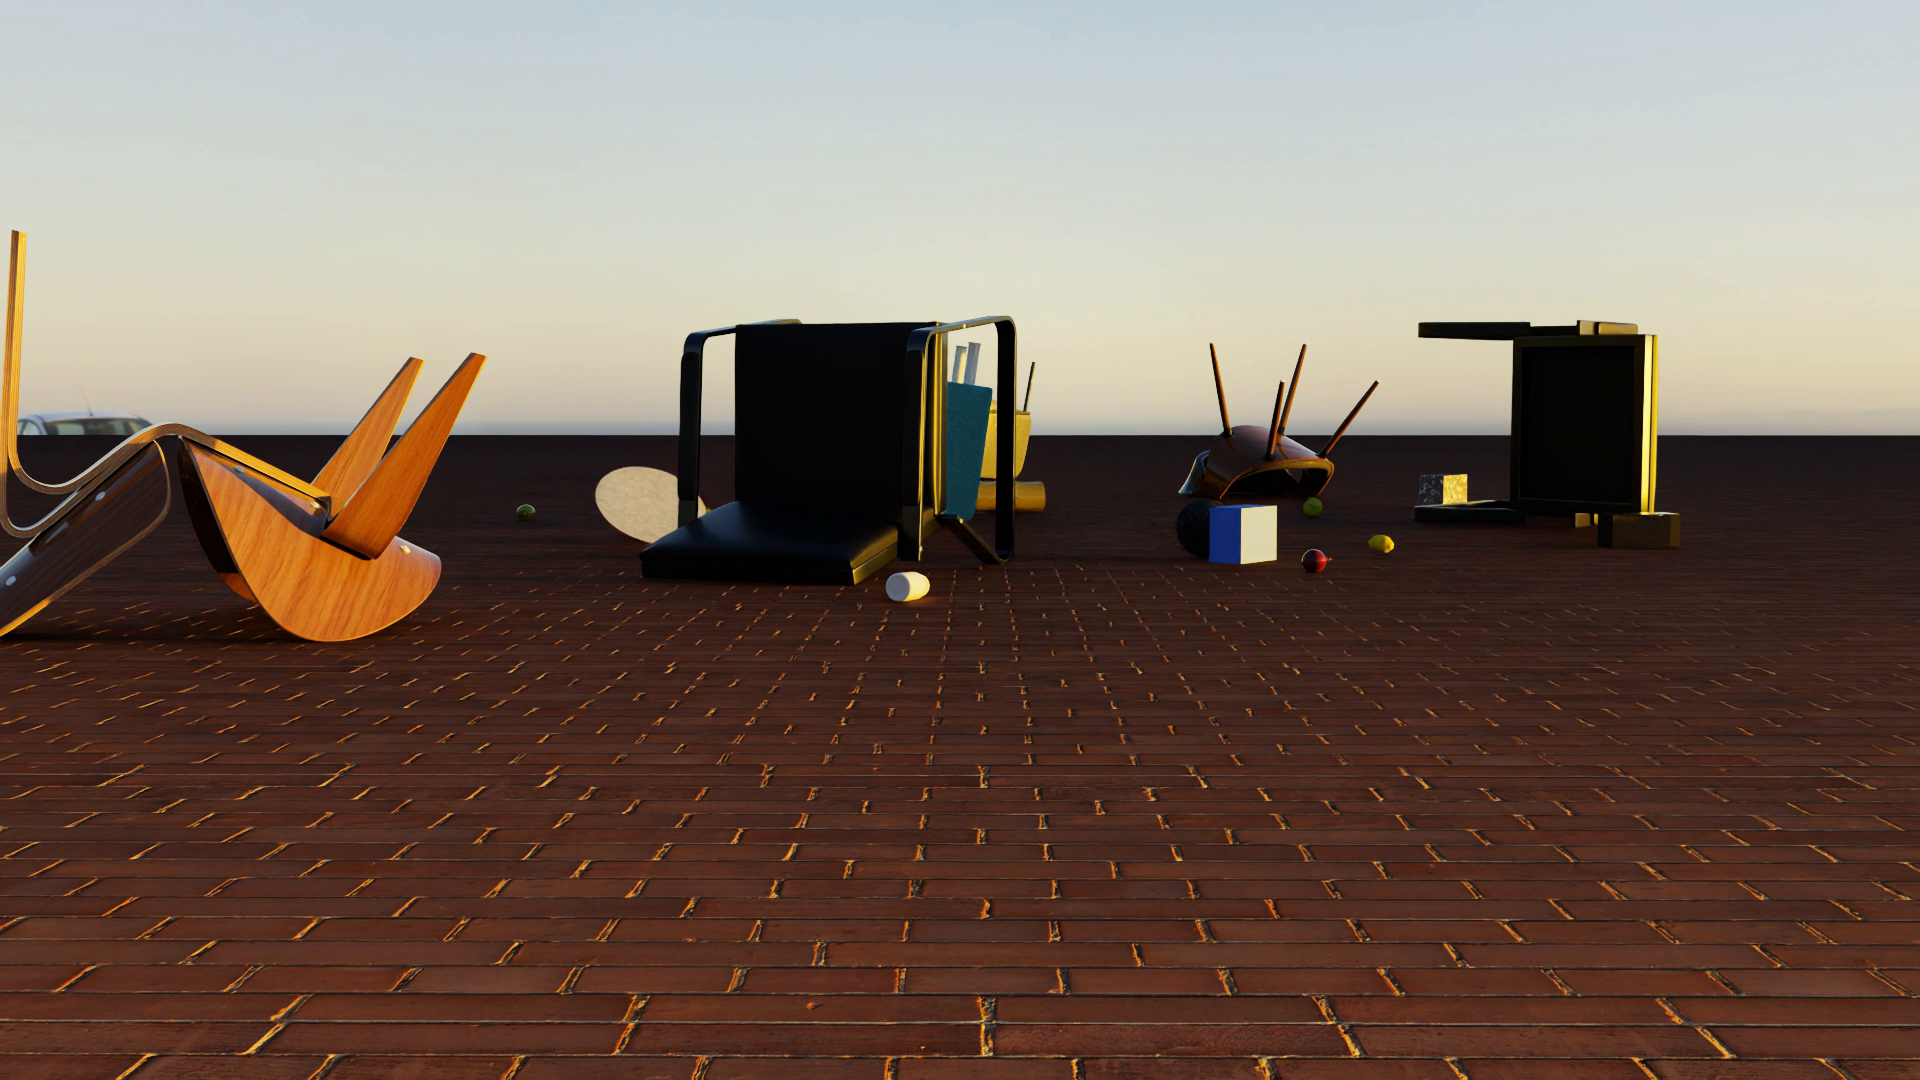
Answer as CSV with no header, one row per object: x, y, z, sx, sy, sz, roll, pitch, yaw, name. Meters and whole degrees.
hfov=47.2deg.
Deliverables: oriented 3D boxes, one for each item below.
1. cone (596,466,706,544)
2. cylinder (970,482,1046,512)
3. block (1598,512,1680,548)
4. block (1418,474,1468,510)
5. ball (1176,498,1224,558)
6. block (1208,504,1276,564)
-0.928,-0.052,6.493,0.331,0.244,0.212,18,-32,-8,cone
0.173,-0.157,8.007,0.256,0.113,0.116,-1,-1,-12,cylinder
1.938,-0.029,6.280,0.205,0.094,0.093,-1,4,-10,block
1.813,-0.181,8.252,0.099,0.127,0.209,3,5,37,block
0.654,-0.032,5.854,0.158,0.158,0.158,0,4,0,ball
0.739,-0.016,5.741,0.096,0.143,0.181,3,5,38,block
